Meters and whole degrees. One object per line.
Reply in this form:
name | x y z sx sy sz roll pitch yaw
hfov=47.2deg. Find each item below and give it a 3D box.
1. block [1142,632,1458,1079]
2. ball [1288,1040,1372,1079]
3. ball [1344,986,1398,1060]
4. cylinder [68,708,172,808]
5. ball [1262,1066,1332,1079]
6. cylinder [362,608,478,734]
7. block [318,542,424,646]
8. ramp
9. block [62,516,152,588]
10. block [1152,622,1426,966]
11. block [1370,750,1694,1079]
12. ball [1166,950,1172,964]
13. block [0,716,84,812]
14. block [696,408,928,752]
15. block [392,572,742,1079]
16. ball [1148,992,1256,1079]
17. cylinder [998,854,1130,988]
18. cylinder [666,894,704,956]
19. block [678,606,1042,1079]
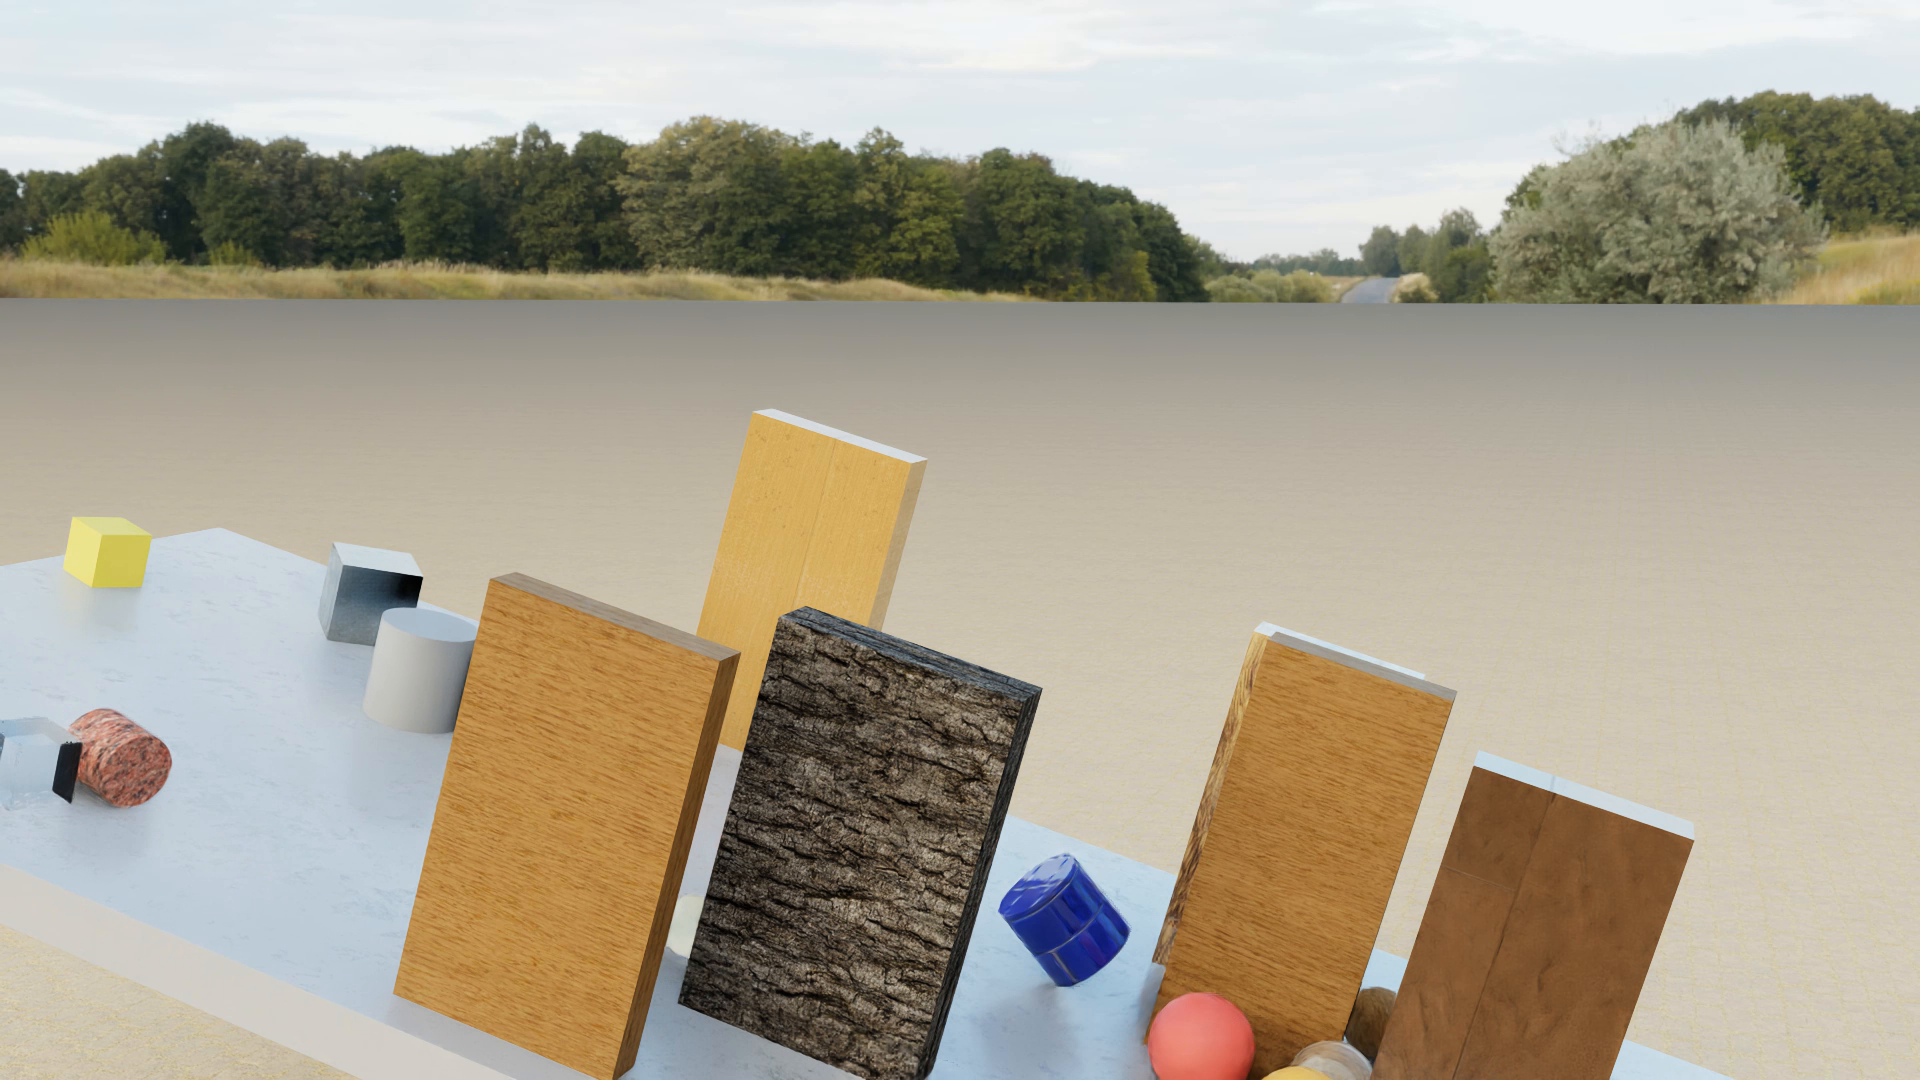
block | 0.609 0.597 3.969 0.337 0.793 0.099 18 12 14
ball | 0.652 0.961 3.863 0.160 0.160 0.160 0 7 0
ball | 0.811 0.938 4.267 0.139 0.139 0.139 0 7 0
cylinder | -1.488 0.384 3.875 0.134 0.134 0.134 23 19 34
ball | 0.564 0.971 3.658 0.185 0.185 0.185 0 7 0
cylinder | -1.145 0.277 4.670 0.207 0.207 0.207 15 11 -3
block | -1.377 0.131 5.129 0.183 0.183 0.183 10 12 -26
ramp | -0.378 0.740 4.240 4.000 0.100 2.000 18 12 14
block | -1.944 0.027 5.015 0.125 0.125 0.125 23 14 35
block | 0.656 0.561 4.409 0.337 0.715 0.126 18 12 14
block | 0.912 0.769 3.638 0.357 0.756 0.120 18 12 14
ball | 0.489 0.831 4.243 0.182 0.182 0.182 0 7 0
block | -1.600 0.383 3.774 0.117 0.117 0.117 23 14 34
block | -0.369 0.124 5.030 0.391 0.762 0.120 18 12 14
block | -0.607 0.439 3.366 0.388 0.690 0.082 18 12 14
ball | 0.424 0.889 3.861 0.187 0.187 0.187 0 7 0
cylinder | 0.199 0.724 4.194 0.179 0.179 0.179 -36 11 8
cylinder | -0.445 0.680 3.840 0.105 0.105 0.105 3 -15 25
block | -0.169 0.508 3.620 0.425 0.690 0.122 18 12 14
